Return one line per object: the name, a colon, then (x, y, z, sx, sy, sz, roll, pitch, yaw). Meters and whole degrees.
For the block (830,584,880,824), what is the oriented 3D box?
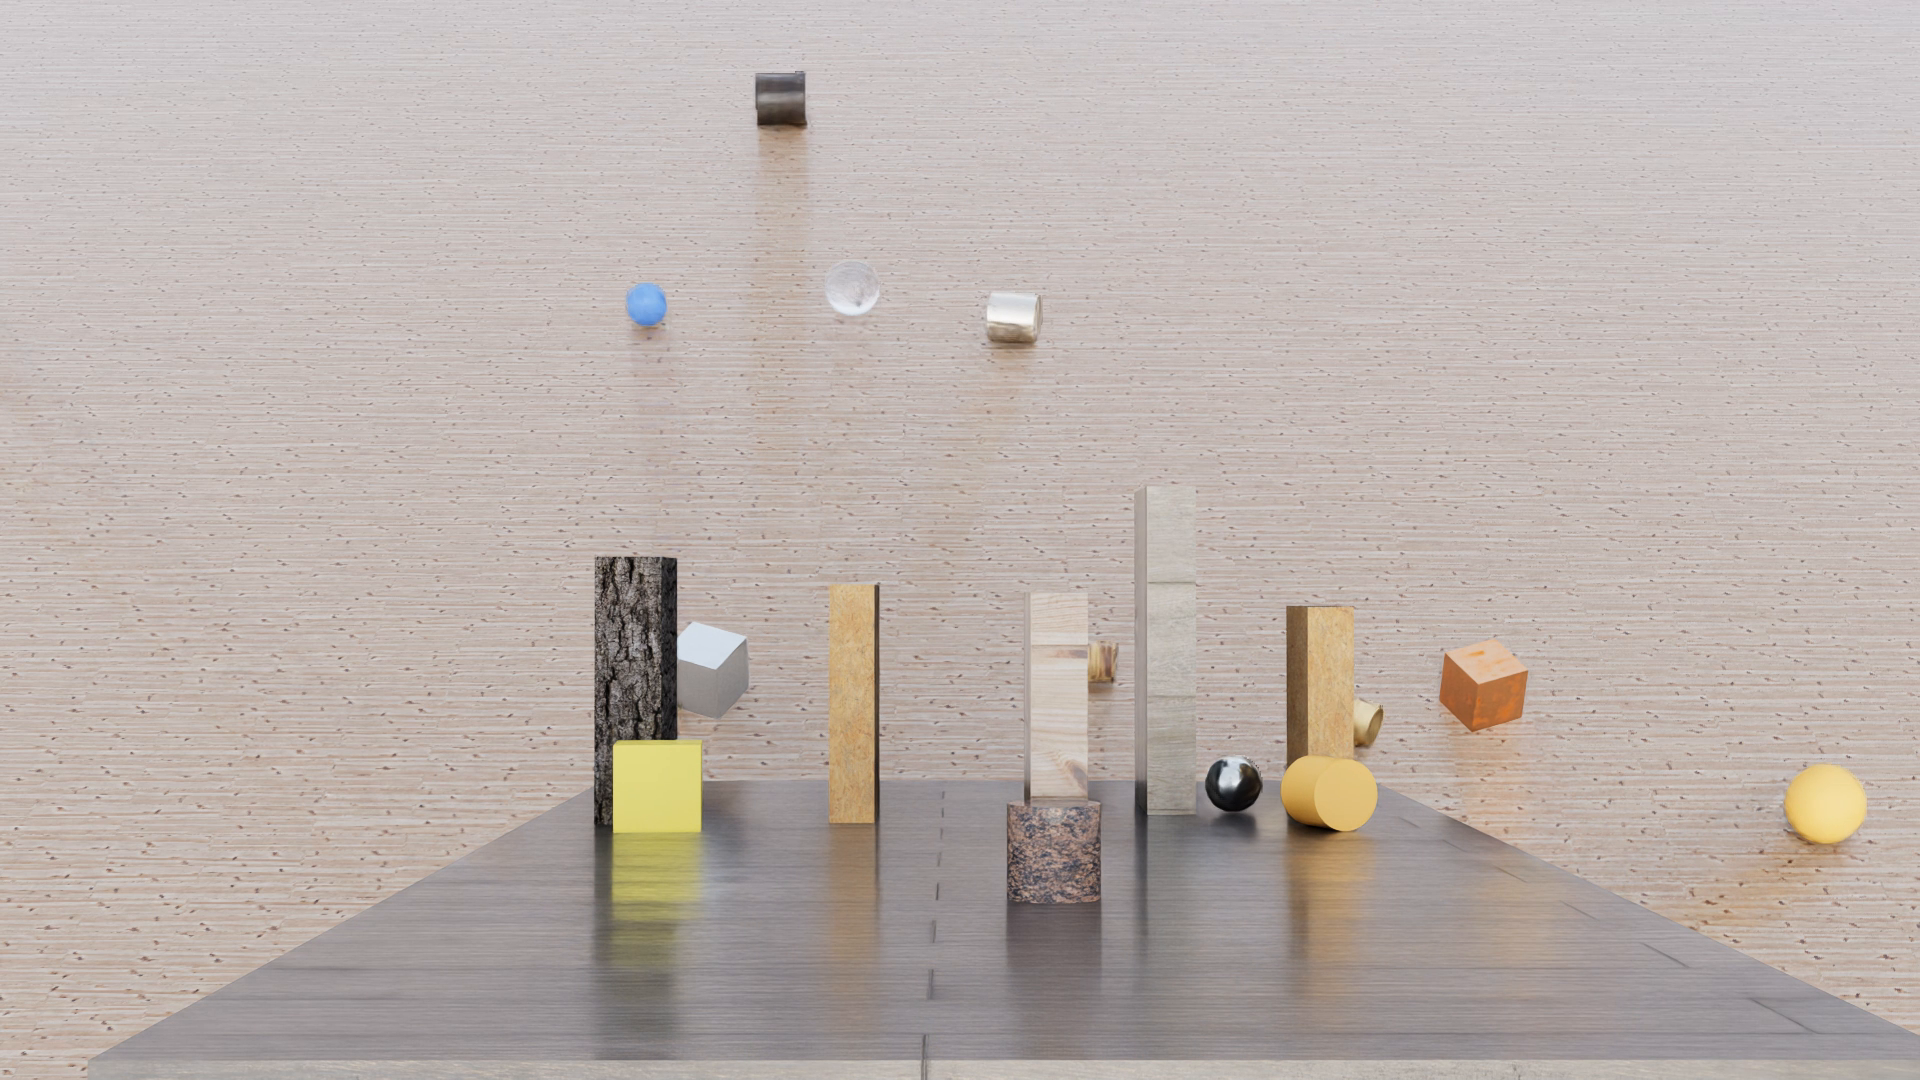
block: (-0.231, 0.353, 5.716, 0.097, 0.508, 0.359, 0, -1, 0)

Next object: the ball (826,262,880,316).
ball: (-0.375, -0.877, 9.050, 0.190, 0.190, 0.190, 0, 33, 0)

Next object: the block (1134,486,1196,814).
block: (0.468, 0.248, 5.946, 0.108, 0.727, 0.414, 0, -1, 0)

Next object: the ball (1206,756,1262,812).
ball: (0.611, 0.546, 5.801, 0.124, 0.124, 0.124, 0, 33, 0)

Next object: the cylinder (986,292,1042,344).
cylinder: (0.185, -0.762, 8.898, 0.160, 0.160, 0.160, 7, 34, 10)

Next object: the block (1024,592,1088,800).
block: (0.164, 0.338, 4.493, 0.095, 0.493, 0.430, 0, -1, 0)

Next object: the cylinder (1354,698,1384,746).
cylinder: (1.072, 0.488, 7.016, 0.110, 0.110, 0.110, 19, 38, 26)

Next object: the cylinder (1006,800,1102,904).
cylinder: (0.152, 0.503, 4.199, 0.153, 0.153, 0.153, 0, -1, 0)

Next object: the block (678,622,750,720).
block: (-0.701, 0.360, 7.159, 0.171, 0.171, 0.171, 15, 36, 21)

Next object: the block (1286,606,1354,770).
block: (0.789, 0.376, 5.693, 0.098, 0.461, 0.360, 0, -1, 0)

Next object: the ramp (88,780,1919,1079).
ramp: (0.073, 0.639, 4.752, 2.000, 0.100, 4.000, 0, -1, 0)

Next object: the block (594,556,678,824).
block: (-0.705, 0.322, 5.662, 0.142, 0.568, 0.314, 0, -1, 0)

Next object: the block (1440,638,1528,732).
block: (1.434, 0.398, 7.108, 0.162, 0.162, 0.162, -14, 35, -20)

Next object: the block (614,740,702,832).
block: (-0.629, 0.512, 5.413, 0.179, 0.179, 0.179, 0, -1, -5)

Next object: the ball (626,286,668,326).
ball: (-1.086, -0.813, 8.997, 0.140, 0.140, 0.140, 0, 33, 0)

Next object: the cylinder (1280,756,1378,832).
cylinder: (0.770, 0.527, 5.415, 0.148, 0.148, 0.148, -14, 4, -20)

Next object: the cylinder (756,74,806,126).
cylinder: (-0.719, -1.769, 10.417, 0.196, 0.196, 0.196, -2, 33, -3)

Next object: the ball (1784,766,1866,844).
ball: (2.215, 0.678, 6.643, 0.199, 0.199, 0.199, 0, 33, 0)
